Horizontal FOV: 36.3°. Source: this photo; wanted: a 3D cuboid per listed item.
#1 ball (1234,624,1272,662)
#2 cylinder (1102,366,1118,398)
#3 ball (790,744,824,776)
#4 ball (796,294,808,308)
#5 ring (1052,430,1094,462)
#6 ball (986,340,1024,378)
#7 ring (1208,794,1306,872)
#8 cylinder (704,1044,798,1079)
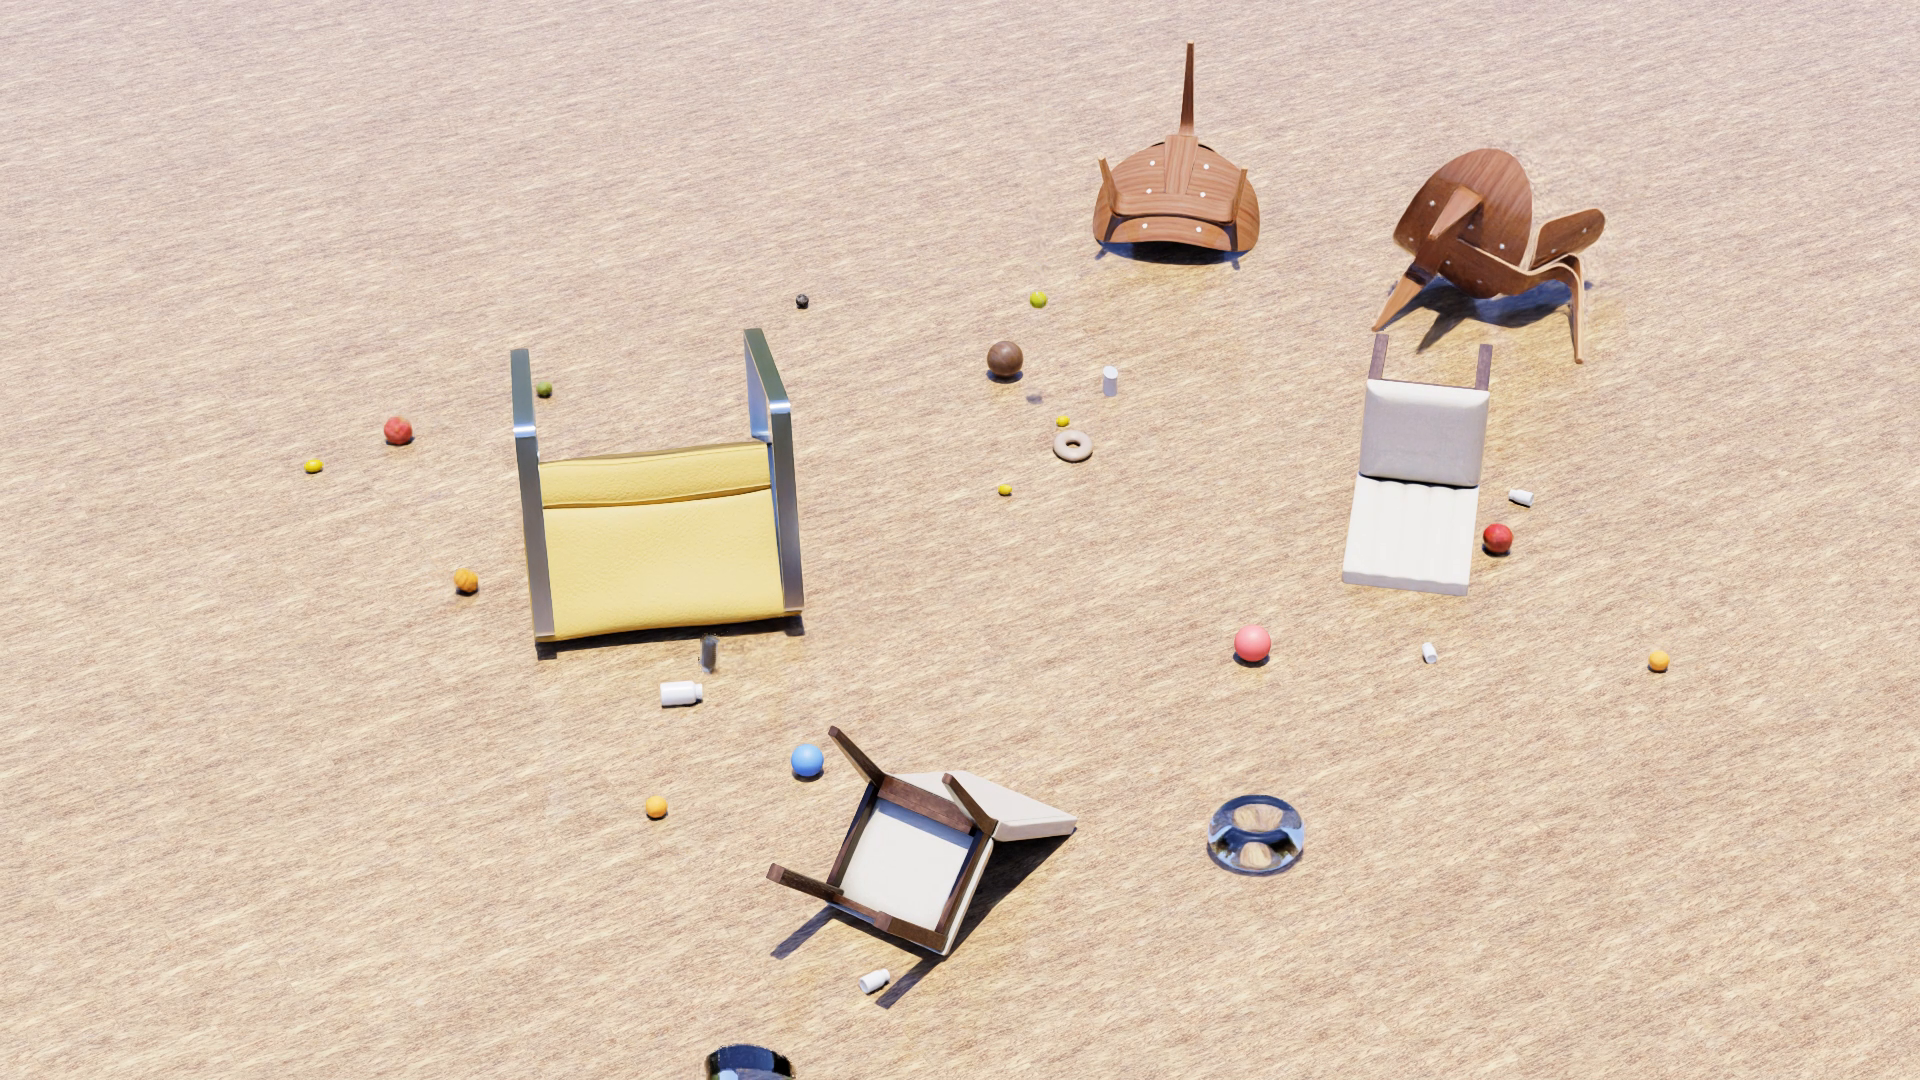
[{"bbox_3d":[1.026,0.361,10.278,0.130,0.130,0.130,0,33,0],"label":"ball"},{"bbox_3d":[0.606,-0.639,11.835,0.059,0.088,0.101,-3,34,-5],"label":"cylinder"},{"bbox_3d":[-0.507,0.731,9.735,0.109,0.109,0.109,0,33,0],"label":"ball"},{"bbox_3d":[-0.669,-1.016,12.435,0.057,0.057,0.057,0,33,0],"label":"ball"},{"bbox_3d":[0.443,-0.371,11.471,0.159,0.040,0.212,-1,33,-2],"label":"ring"},{"bbox_3d":[0.184,-0.735,11.923,0.152,0.152,0.152,0,33,0],"label":"ball"},{"bbox_3d":[0.950,0.938,9.393,0.314,0.145,0.280,-5,35,-6],"label":"ring"},{"bbox_3d":[-0.587,1.573,8.366,0.286,0.185,0.173,20,27,-22],"label":"cylinder"}]
